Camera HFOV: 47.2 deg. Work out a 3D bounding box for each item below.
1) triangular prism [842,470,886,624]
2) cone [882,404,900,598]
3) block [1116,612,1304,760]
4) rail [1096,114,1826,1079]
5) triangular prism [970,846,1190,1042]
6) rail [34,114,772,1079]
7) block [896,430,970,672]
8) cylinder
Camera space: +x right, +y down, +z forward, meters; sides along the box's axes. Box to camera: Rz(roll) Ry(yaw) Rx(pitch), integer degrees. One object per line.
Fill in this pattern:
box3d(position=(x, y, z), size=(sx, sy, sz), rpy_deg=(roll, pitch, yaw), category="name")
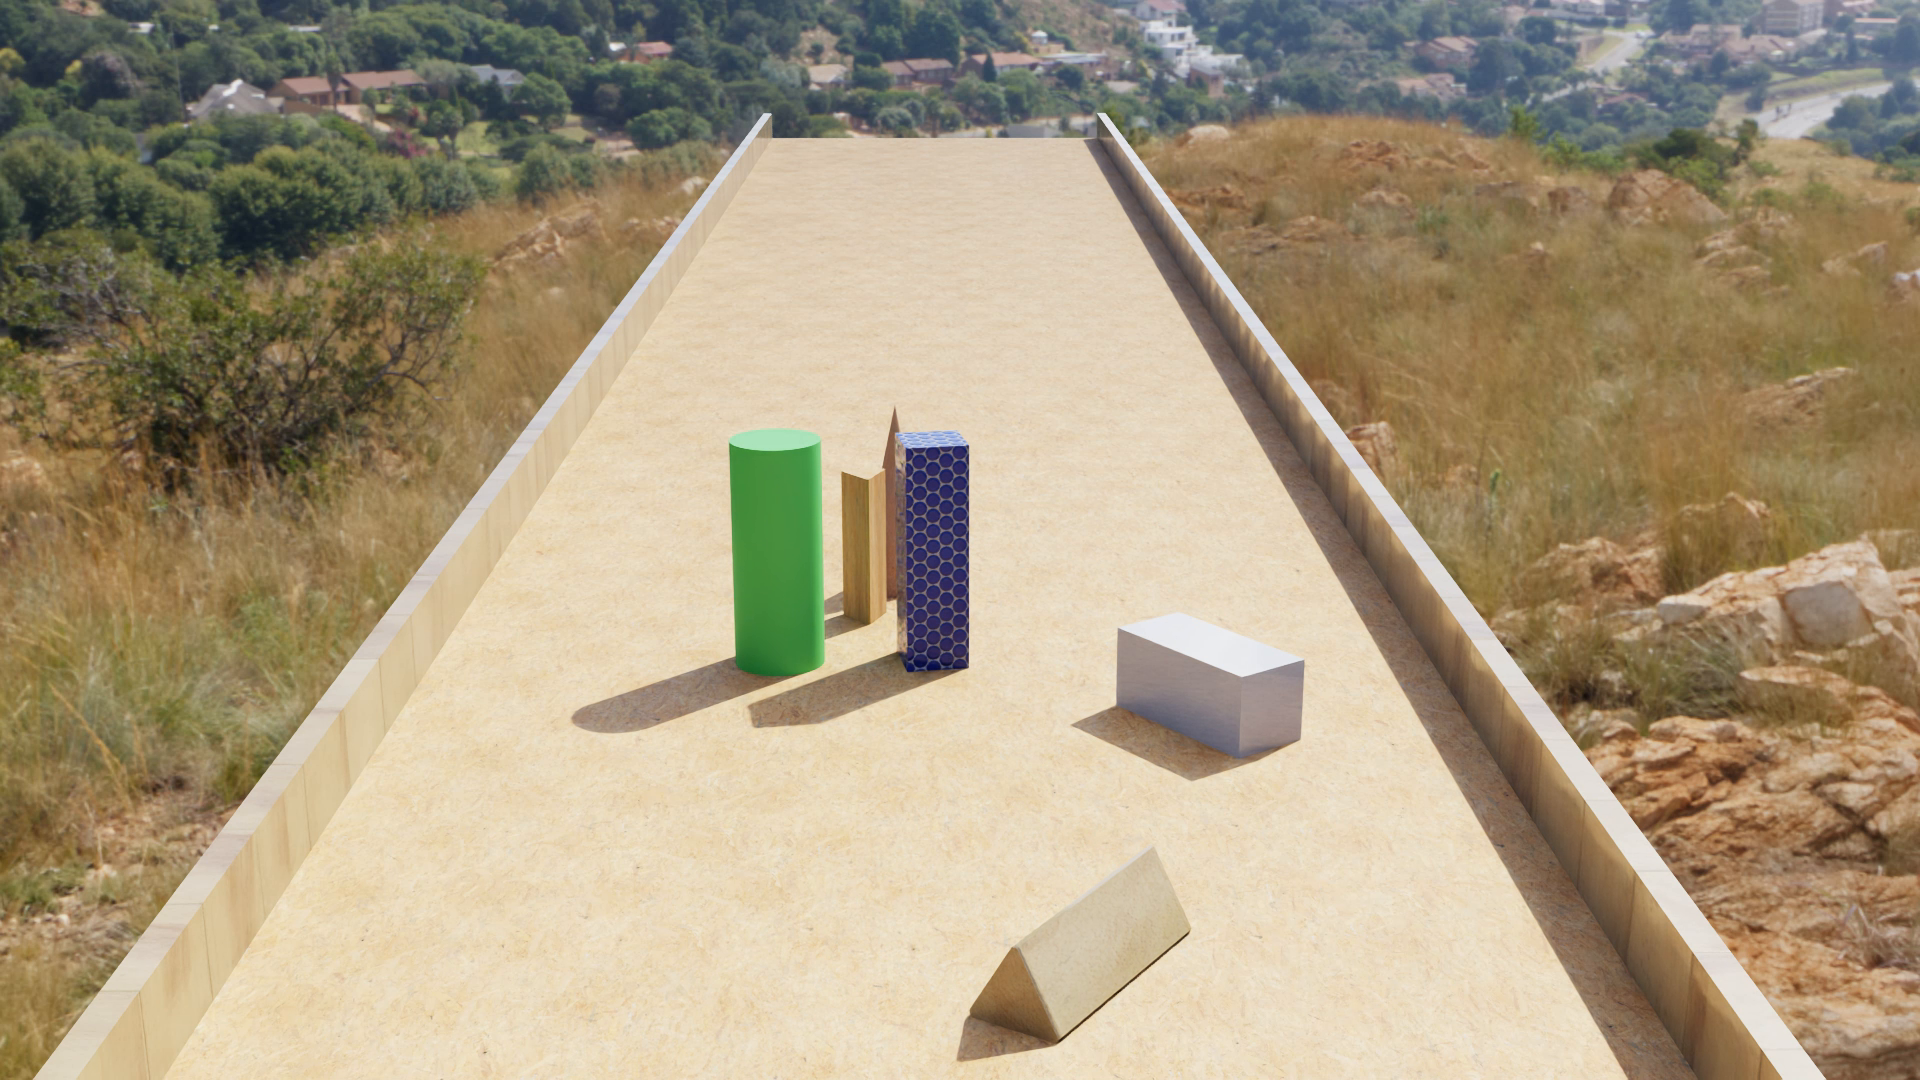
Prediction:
box3d(position=(-0.189, 0.009, 4.640), size=(0.079, 0.316, 0.091), rpy_deg=(-13, 21, -37), category="triangular prism")
box3d(position=(-0.141, -0.096, 4.825), size=(0.170, 0.414, 0.170), rpy_deg=(0, 17, 0), category="cone")
box3d(position=(0.458, 0.264, 4.067), size=(0.155, 0.155, 0.336), rpy_deg=(-12, 20, -35), category="block")
box3d(position=(0.932, -0.844, 7.801), size=(0.050, 0.150, 12.000), rpy_deg=(0, 17, -1), category="rail")
box3d(position=(0.178, 0.558, 3.126), size=(0.140, 0.122, 0.391), rpy_deg=(11, 20, 31), category="triangular prism")
box3d(position=(-1.118, -0.838, 7.780), size=(0.050, 0.150, 12.000), rpy_deg=(0, 17, -1), category="rail")
box3d(position=(-0.055, 0.022, 4.353), size=(0.125, 0.456, 0.125), rpy_deg=(-3, 17, -11), category="block")
box3d(position=(-0.360, 0.023, 4.346), size=(0.179, 0.457, 0.179), rpy_deg=(0, 17, 0), category="cylinder")
